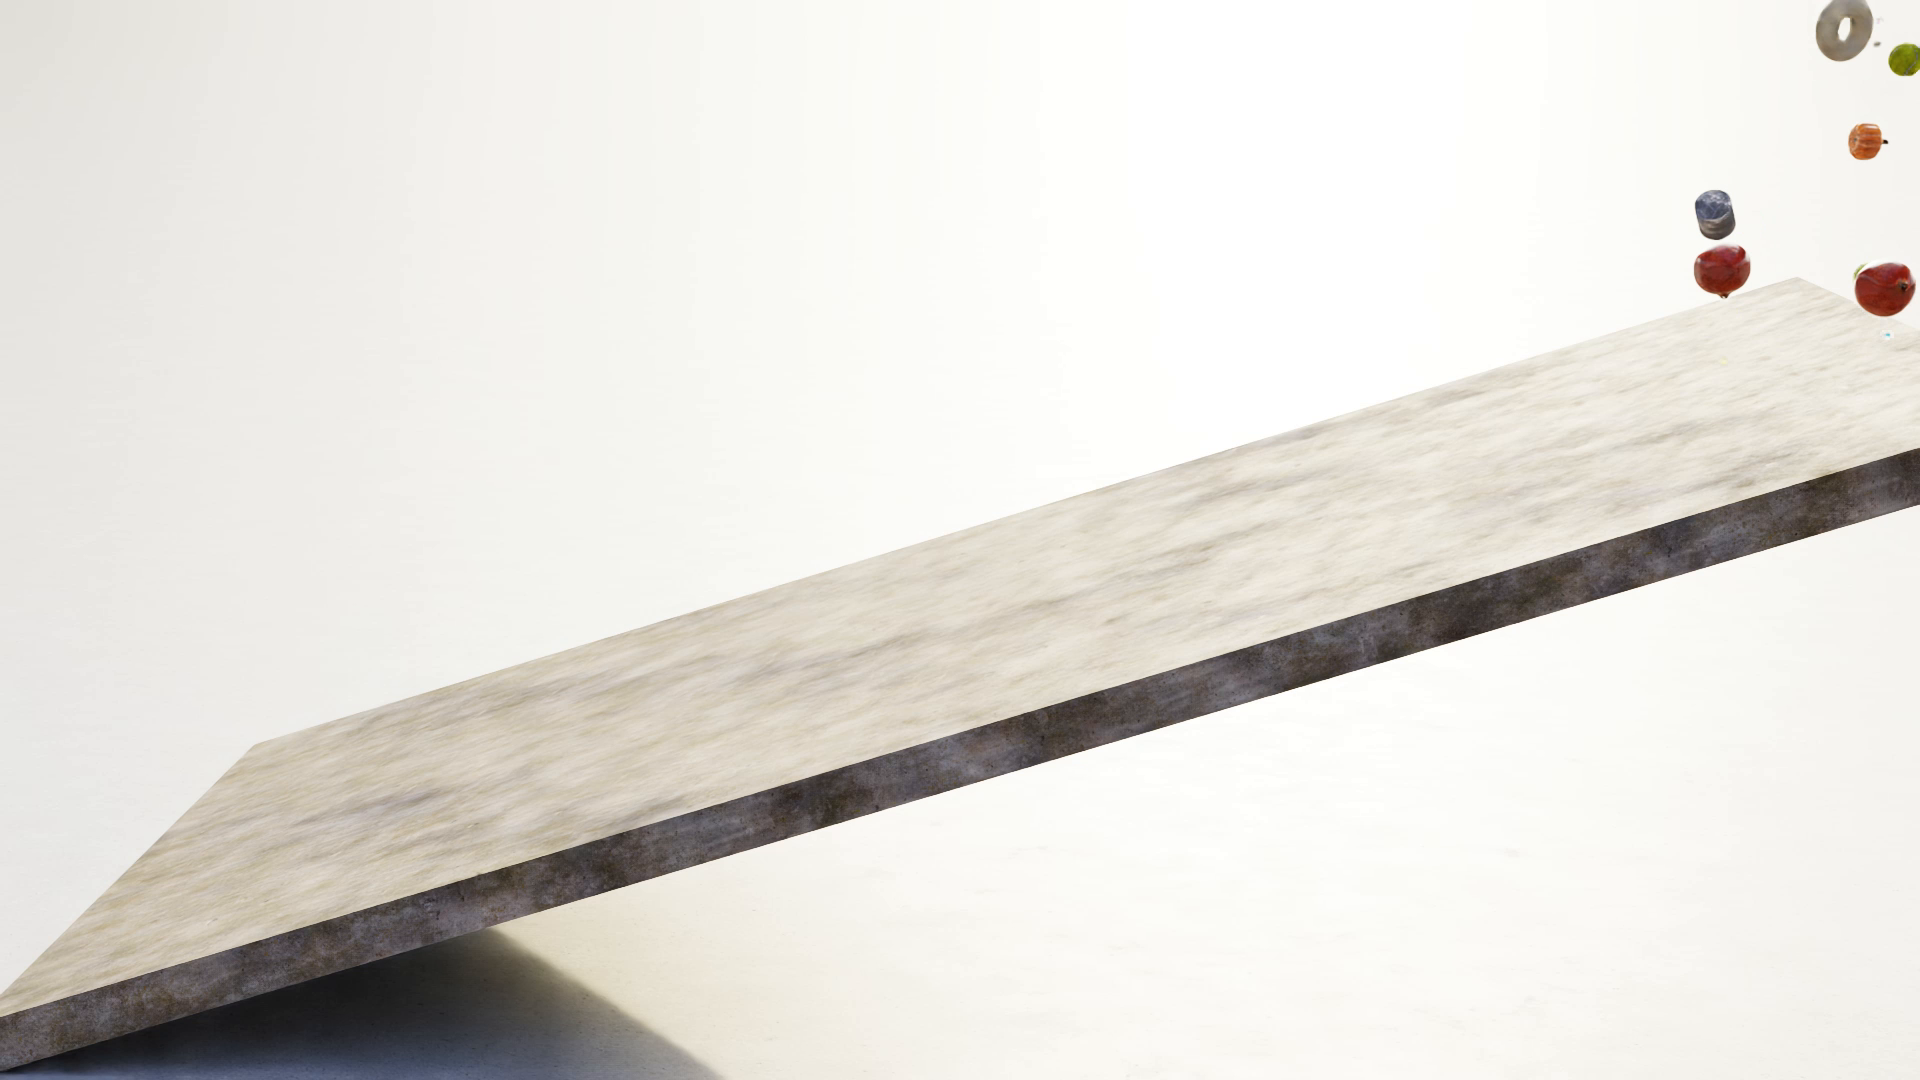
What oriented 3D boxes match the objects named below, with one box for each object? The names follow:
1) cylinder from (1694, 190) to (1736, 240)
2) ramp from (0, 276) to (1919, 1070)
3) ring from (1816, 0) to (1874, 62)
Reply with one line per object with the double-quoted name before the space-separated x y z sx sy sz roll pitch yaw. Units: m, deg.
"cylinder" 1.587 -0.684 6.182 0.077 0.077 0.077 5 -26 25
"ramp" 0.098 0.184 6.313 4.000 0.100 2.000 -17 10 5
"ring" 1.780 -1.030 5.918 0.136 0.136 0.045 -6 20 -26
